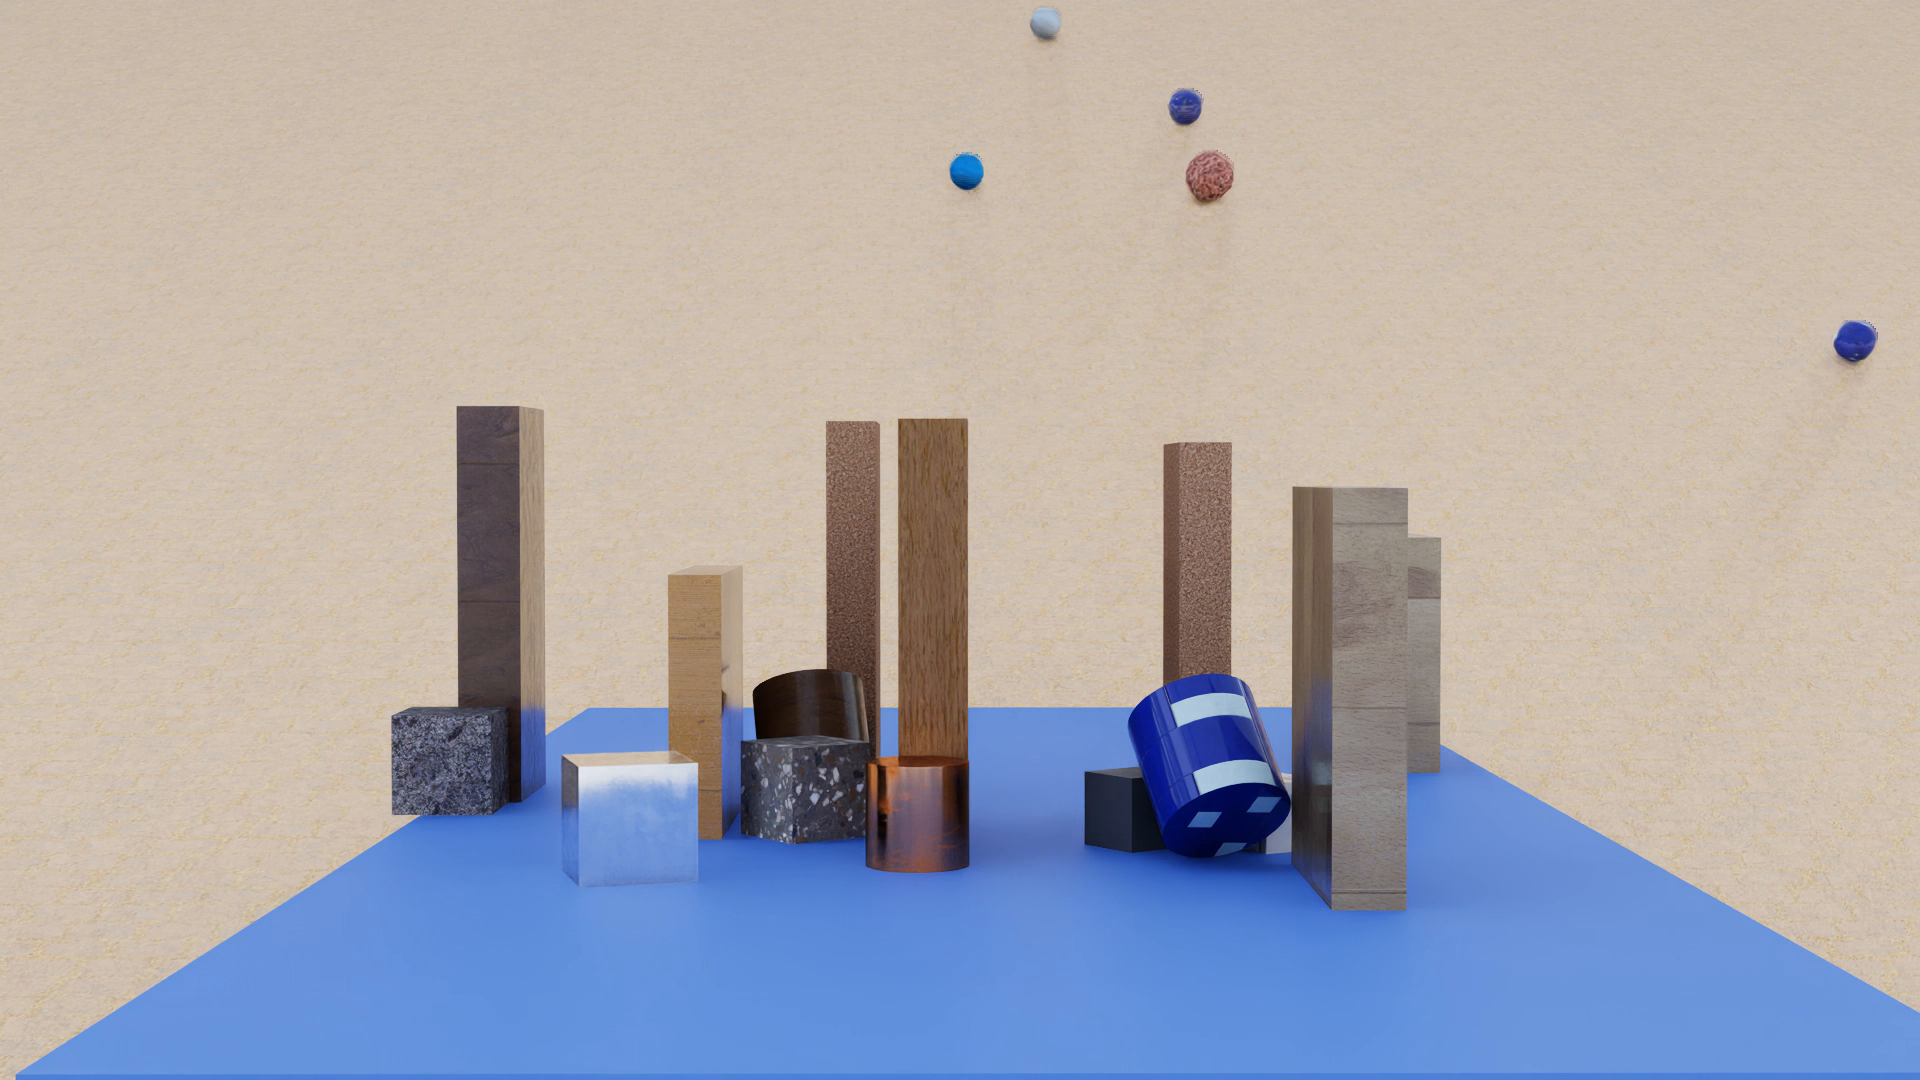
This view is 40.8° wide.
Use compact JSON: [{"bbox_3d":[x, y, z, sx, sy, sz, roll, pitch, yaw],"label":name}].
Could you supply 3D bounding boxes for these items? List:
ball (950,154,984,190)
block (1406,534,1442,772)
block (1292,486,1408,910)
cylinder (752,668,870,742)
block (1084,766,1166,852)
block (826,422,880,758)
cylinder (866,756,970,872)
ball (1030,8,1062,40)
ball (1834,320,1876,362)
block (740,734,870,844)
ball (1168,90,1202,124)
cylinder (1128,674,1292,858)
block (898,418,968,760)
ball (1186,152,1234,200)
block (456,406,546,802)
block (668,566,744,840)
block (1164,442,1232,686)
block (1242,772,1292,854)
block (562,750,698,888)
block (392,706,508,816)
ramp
[{"bbox_3d":[0.028,-1.522,10.659,0.144,0.144,0.144,0,26,0],"label":"ball"},{"bbox_3d":[0.884,0.224,5.326,0.140,0.468,0.411,0,1,0],"label":"block"},{"bbox_3d":[0.558,0.212,3.723,0.102,0.576,0.424,0,1,0],"label":"block"},{"bbox_3d":[-0.256,0.351,4.489,0.195,0.195,0.195,-4,67,-8],"label":"cylinder"},{"bbox_3d":[0.282,0.431,4.132,0.117,0.117,0.117,-1,2,-36],"label":"block"},{"bbox_3d":[-0.195,0.129,4.753,0.088,0.689,0.287,0,1,0],"label":"block"},{"bbox_3d":[-0.065,0.416,3.927,0.158,0.158,0.158,0,1,0],"label":"cylinder"},{"bbox_3d":[0.425,-2.568,12.822,0.155,0.155,0.155,0,26,0],"label":"ball"},{"bbox_3d":[3.098,-0.689,8.931,0.140,0.140,0.140,0,26,0],"label":"ball"},{"bbox_3d":[-0.255,0.409,4.254,0.154,0.154,0.154,-1,2,-37],"label":"block"},{"bbox_3d":[1.004,-1.931,11.500,0.151,0.151,0.151,0,26,0],"label":"ball"},{"bbox_3d":[0.384,0.350,3.992,0.204,0.204,0.204,-6,52,-13],"label":"cylinder"},{"bbox_3d":[-0.042,0.147,4.196,0.108,0.681,0.394,0,1,0],"label":"block"},{"bbox_3d":[1.018,-1.485,10.523,0.195,0.195,0.195,0,26,0],"label":"ball"},{"bbox_3d":[-0.853,0.113,4.808,0.114,0.718,0.279,0,1,0],"label":"block"},{"bbox_3d":[-0.432,0.267,4.410,0.087,0.432,0.424,0,1,0],"label":"block"},{"bbox_3d":[0.393,0.162,4.293,0.083,0.646,0.326,0,1,0],"label":"block"},{"bbox_3d":[0.501,0.435,4.111,0.110,0.110,0.110,-1,2,-29],"label":"block"},{"bbox_3d":[-0.491,0.411,3.824,0.174,0.174,0.174,0,2,-17],"label":"block"},{"bbox_3d":[-0.905,0.391,4.589,0.174,0.174,0.174,0,1,0],"label":"block"},{"bbox_3d":[0.058,0.528,4.565,2.000,0.100,4.000,0,1,0],"label":"ramp"}]
